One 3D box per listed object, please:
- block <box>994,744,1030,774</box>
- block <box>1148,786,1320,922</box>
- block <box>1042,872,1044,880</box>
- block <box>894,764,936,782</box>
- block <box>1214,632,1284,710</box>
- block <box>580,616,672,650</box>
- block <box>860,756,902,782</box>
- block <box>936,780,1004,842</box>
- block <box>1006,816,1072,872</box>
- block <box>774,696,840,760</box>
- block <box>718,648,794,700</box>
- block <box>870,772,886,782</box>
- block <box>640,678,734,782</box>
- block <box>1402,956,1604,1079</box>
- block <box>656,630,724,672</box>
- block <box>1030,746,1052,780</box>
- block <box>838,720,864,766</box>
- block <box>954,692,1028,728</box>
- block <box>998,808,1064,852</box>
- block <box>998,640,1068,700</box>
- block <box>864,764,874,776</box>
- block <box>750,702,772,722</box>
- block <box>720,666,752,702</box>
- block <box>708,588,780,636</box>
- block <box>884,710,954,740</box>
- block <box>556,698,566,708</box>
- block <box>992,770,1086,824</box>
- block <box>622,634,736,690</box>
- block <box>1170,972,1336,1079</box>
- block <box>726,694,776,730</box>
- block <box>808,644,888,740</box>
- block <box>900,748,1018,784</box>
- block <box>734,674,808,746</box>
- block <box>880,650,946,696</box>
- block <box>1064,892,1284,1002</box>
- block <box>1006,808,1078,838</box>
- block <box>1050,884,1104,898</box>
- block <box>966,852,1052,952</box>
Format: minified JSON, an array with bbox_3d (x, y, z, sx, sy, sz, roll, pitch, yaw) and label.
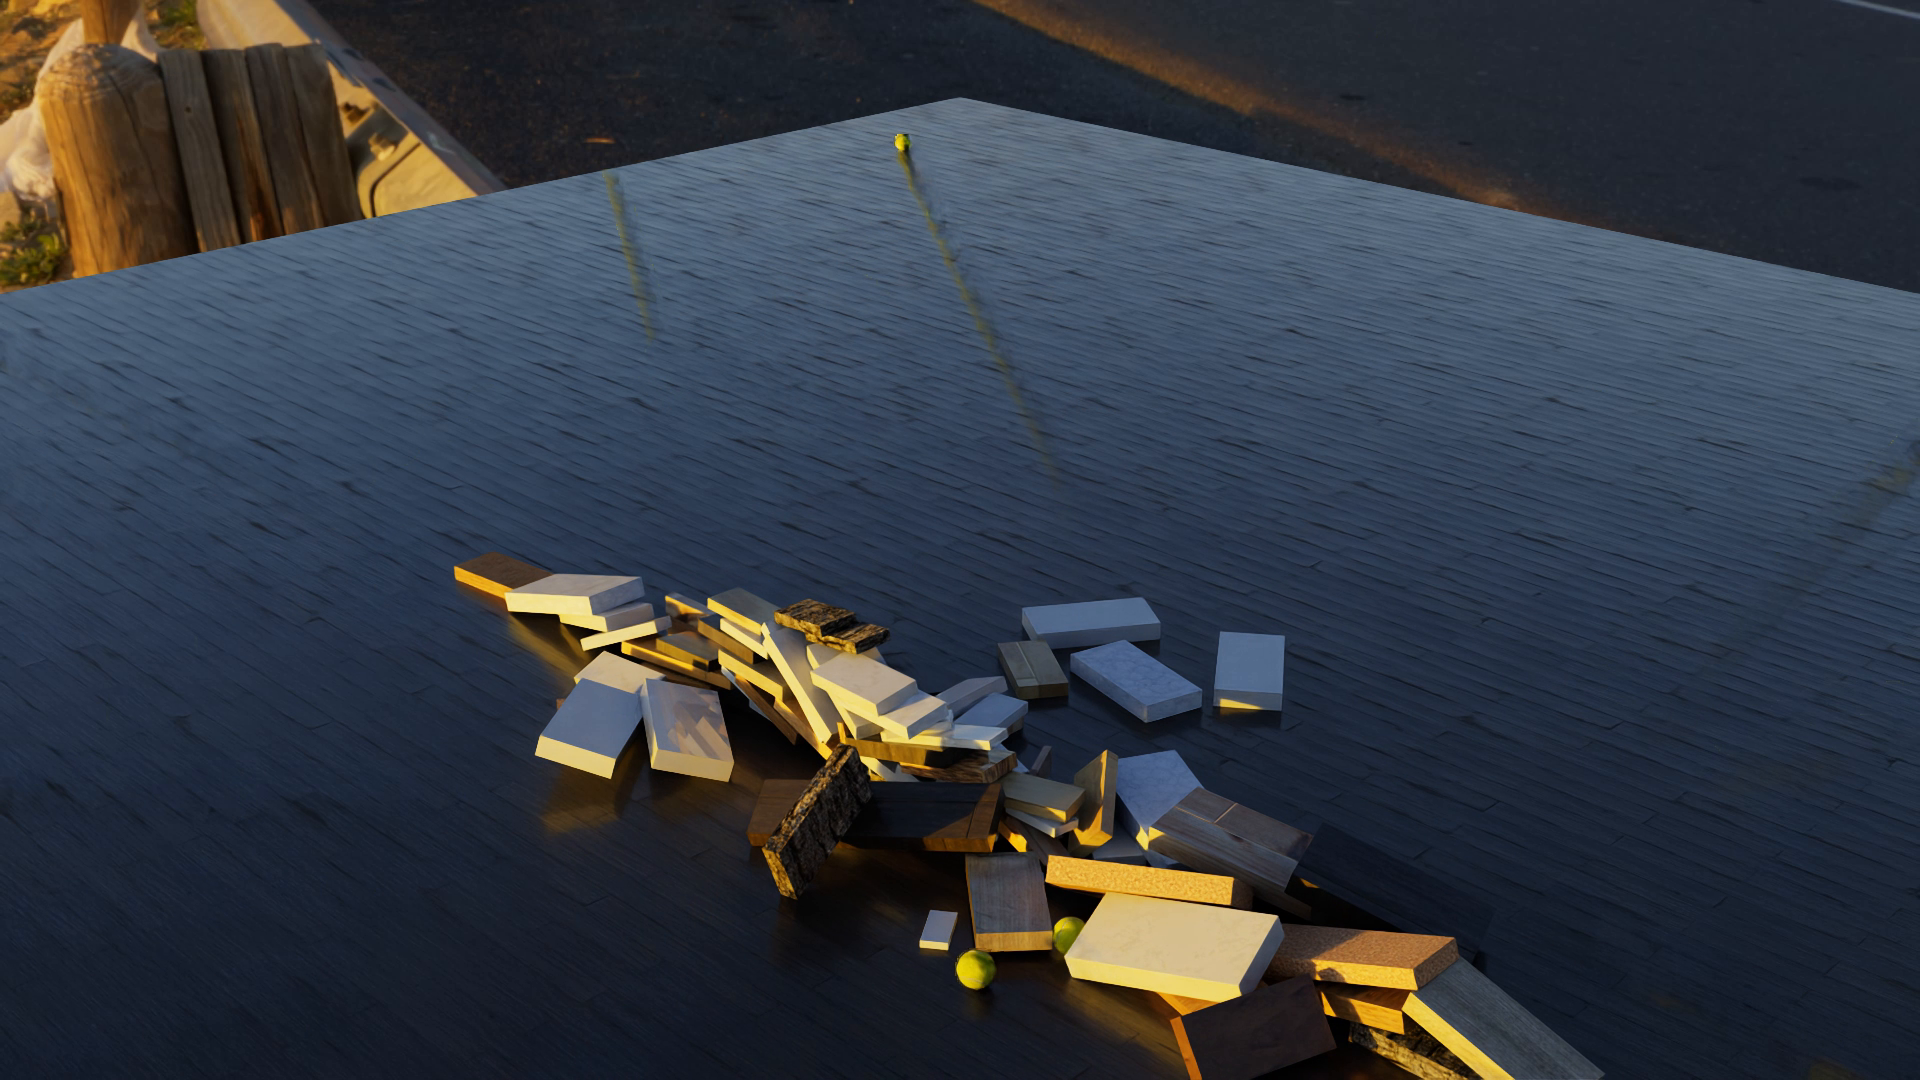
[{"bbox_3d":[0.079,0.476,4.502,0.030,0.107,0.214,-10,25,-23],"label":"block"},{"bbox_3d":[0.550,0.587,4.145,0.349,0.049,0.175,21,34,31],"label":"block"},{"bbox_3d":[0.114,0.653,4.205,0.094,0.013,0.047,0,23,0],"label":"block"},{"bbox_3d":[-0.016,0.505,4.456,0.217,0.031,0.108,35,38,29],"label":"block"},{"bbox_3d":[0.660,0.296,5.008,0.150,0.043,0.301,3,23,8],"label":"block"},{"bbox_3d":[-0.774,0.216,5.109,0.190,0.027,0.095,-14,3,16],"label":"block"},{"bbox_3d":[-0.097,0.476,4.531,0.217,0.031,0.108,34,38,30],"label":"block"},{"bbox_3d":[0.044,0.521,4.398,0.180,0.025,0.090,41,41,26],"label":"block"},{"bbox_3d":[0.153,0.585,4.285,0.067,0.019,0.134,-11,46,-34],"label":"block"},{"bbox_3d":[-0.281,0.396,4.688,0.114,0.032,0.229,-21,51,-40],"label":"block"},{"bbox_3d":[-0.411,0.277,4.780,0.114,0.032,0.229,-17,30,-38],"label":"block"},{"bbox_3d":[-0.119,0.499,4.562,0.124,0.018,0.062,18,29,37],"label":"block"},{"bbox_3d":[-0.585,0.402,4.689,0.163,0.046,0.327,12,20,-18],"label":"block"},{"bbox_3d":[0.891,0.823,3.610,0.149,0.042,0.299,-22,50,-41],"label":"block"},{"bbox_3d":[-0.592,0.252,4.983,0.095,0.027,0.190,-13,23,-43],"label":"block"},{"bbox_3d":[0.166,0.475,4.518,0.016,0.058,0.116,7,24,15],"label":"block"},{"bbox_3d":[-0.218,0.429,4.588,0.018,0.124,0.062,6,21,43],"label":"block"},{"bbox_3d":[0.064,0.384,4.742,0.088,0.025,0.176,14,27,29],"label":"block"},{"bbox_3d":[0.111,0.551,4.346,0.090,0.026,0.180,-21,53,-41],"label":"block"},{"bbox_3d":[0.165,0.295,5.025,0.114,0.032,0.229,-4,23,-10],"label":"block"},{"bbox_3d":[-0.180,0.424,4.602,0.018,0.124,0.062,6,21,43],"label":"block"},{"bbox_3d":[-0.391,0.374,4.804,0.068,0.019,0.137,-20,35,-39],"label":"block"},{"bbox_3d":[-0.458,0.312,4.844,0.068,0.019,0.137,-19,47,-39],"label":"block"},{"bbox_3d":[-0.464,0.156,4.842,0.177,0.025,0.089,24,31,39],"label":"block"},{"bbox_3d":[-0.082,0.370,4.417,0.133,0.019,0.067,-9,16,5],"label":"block"},{"bbox_3d":[-0.823,0.400,4.783,0.100,0.028,0.200,-4,23,-10],"label":"block"},{"bbox_3d":[0.147,0.500,4.305,0.180,0.026,0.090,11,29,28],"label":"block"},{"bbox_3d":[-0.614,0.273,5.001,0.346,0.027,0.095,15,21,36],"label":"block"},{"bbox_3d":[0.490,0.823,3.663,0.263,0.131,0.037,-12,-16,-26],"label":"block"},{"bbox_3d":[-0.442,0.376,4.850,0.137,0.019,0.068,18,29,36],"label":"block"},{"bbox_3d":[-0.207,0.298,4.571,0.132,0.037,0.264,-16,43,-20],"label":"block"},{"bbox_3d":[-0.003,0.446,4.407,0.217,0.031,0.108,5,21,41],"label":"block"},{"bbox_3d":[-0.376,0.349,4.776,0.114,0.032,0.229,-17,45,-37],"label":"block"},{"bbox_3d":[-0.116,0.307,4.943,0.090,0.026,0.181,-3,31,-37],"label":"block"},{"bbox_3d":[0.376,0.716,3.869,0.346,0.049,0.173,2,36,35],"label":"block"},{"bbox_3d":[0.160,0.537,4.289,0.067,0.019,0.134,-16,27,-41],"label":"block"},{"bbox_3d":[0.246,0.652,4.200,0.134,0.019,0.067,10,25,23],"label":"block"},{"bbox_3d":[0.089,0.671,4.096,0.139,0.039,0.277,-2,23,-4],"label":"block"}]
